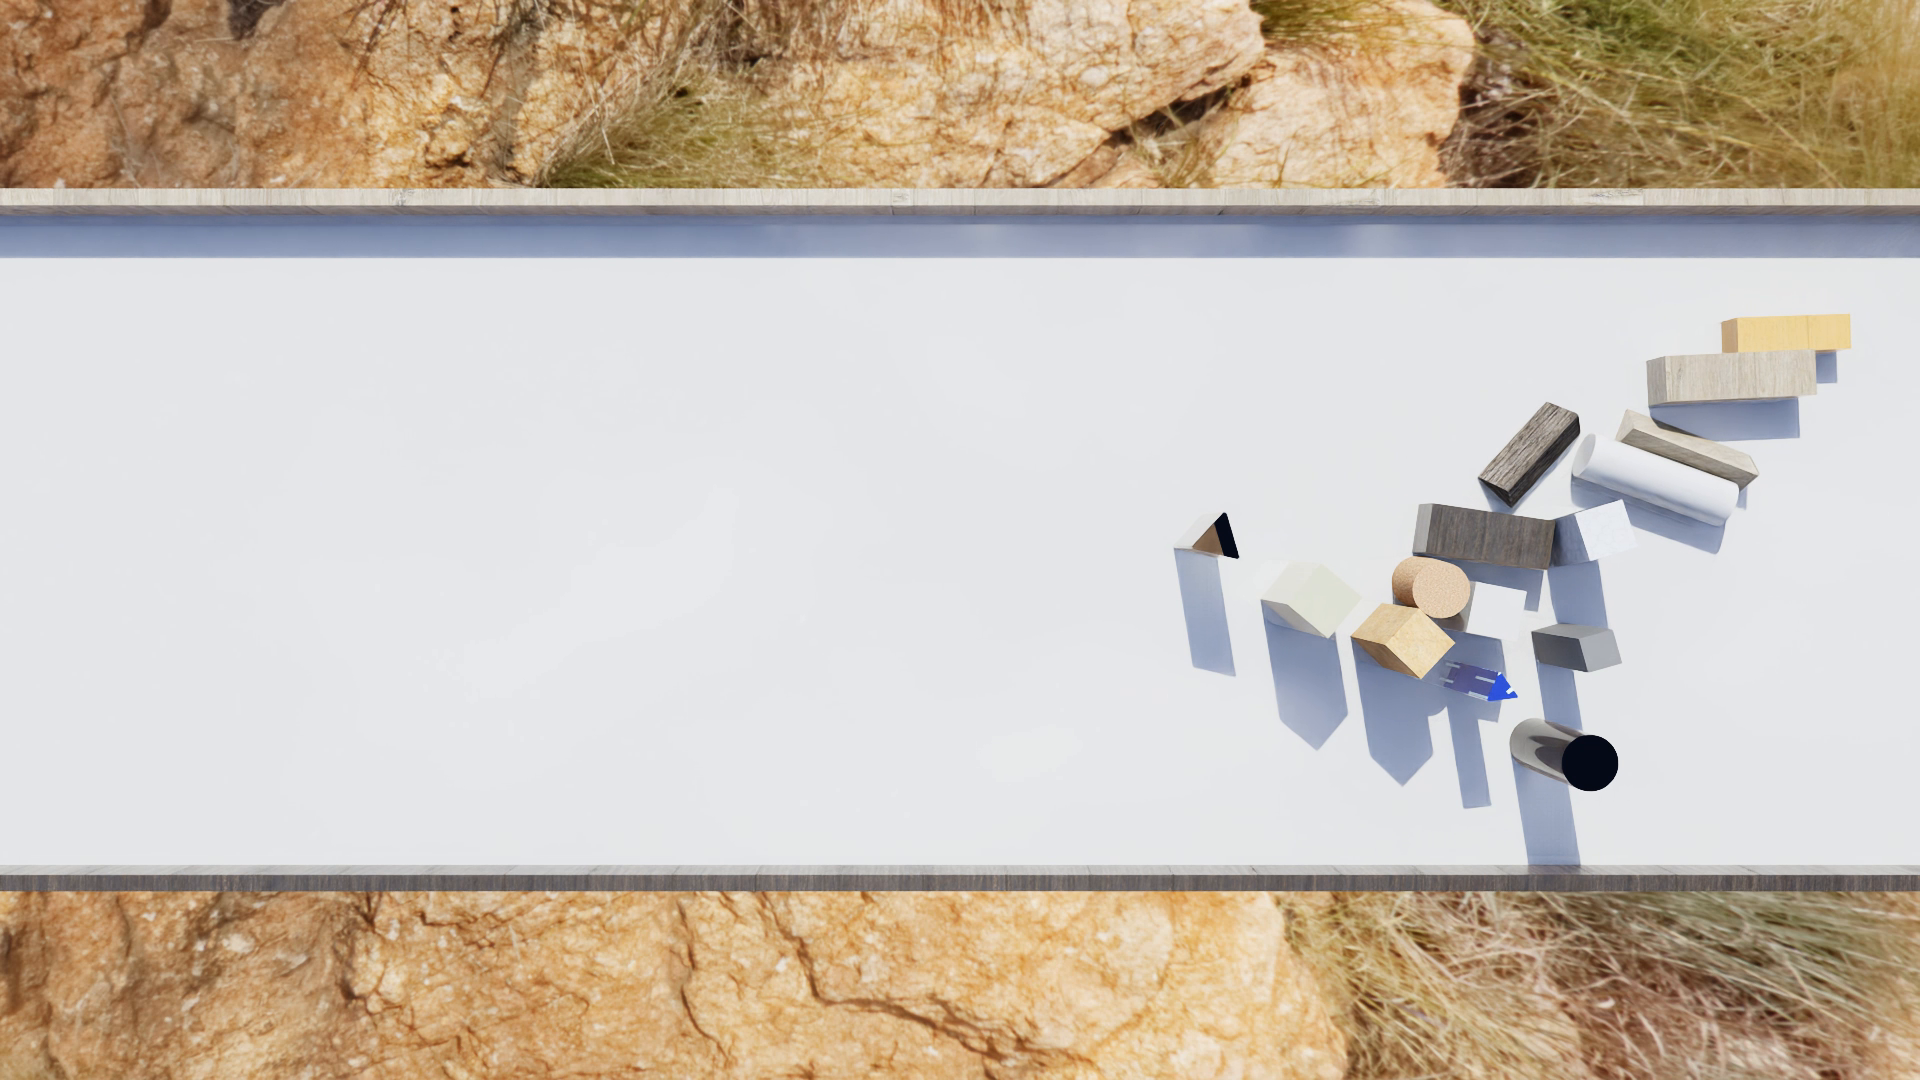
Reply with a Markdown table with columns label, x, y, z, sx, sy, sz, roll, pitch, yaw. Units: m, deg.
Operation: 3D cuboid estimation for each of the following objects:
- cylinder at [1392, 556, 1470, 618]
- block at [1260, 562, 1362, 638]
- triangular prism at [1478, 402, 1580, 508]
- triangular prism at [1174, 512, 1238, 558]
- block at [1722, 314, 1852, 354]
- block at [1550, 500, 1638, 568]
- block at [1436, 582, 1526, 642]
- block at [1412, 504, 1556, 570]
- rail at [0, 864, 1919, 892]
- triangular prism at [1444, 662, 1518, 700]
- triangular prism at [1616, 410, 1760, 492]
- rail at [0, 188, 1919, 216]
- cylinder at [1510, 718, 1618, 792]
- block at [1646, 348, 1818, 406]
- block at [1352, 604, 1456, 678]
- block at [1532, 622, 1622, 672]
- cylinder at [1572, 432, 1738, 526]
| label | x | y | z | sx | sy | sz | roll | pitch | yaw |
| --- | --- | --- | --- | --- | --- | --- | --- | --- | --- |
| cylinder | 1.392 | 0.136 | 4.890 | 0.161 | 0.358 | 0.161 | 0 | 92 | 5 |
| block | 1.030 | 0.172 | 4.866 | 0.151 | 0.421 | 0.151 | 40 | 90 | 0 |
| triangular prism | 1.749 | -0.263 | 5.013 | 0.140 | 0.121 | 0.314 | 43 | 90 | 0 |
| triangular prism | 0.736 | -0.021 | 4.870 | 0.137 | 0.413 | 0.118 | 13 | 90 | 0 |
| block | 2.514 | -0.624 | 5.023 | 0.341 | 0.106 | 0.106 | -2 | 90 | 0 |
| block | 1.870 | -0.016 | 4.917 | 0.143 | 0.309 | 0.143 | -17 | 85 | 0 |
| block | 1.554 | 0.208 | 4.926 | 0.149 | 0.301 | 0.149 | 11 | 90 | 0 |
| block | 1.585 | -0.010 | 5.002 | 0.371 | 0.149 | 0.149 | 8 | 90 | 0 |
| rail | -2.247 | 1.025 | 5.001 | 12.000 | 0.150 | 0.050 | 0 | 90 | 0 |
| triangular prism | 1.528 | 0.411 | 4.867 | 0.087 | 0.420 | 0.075 | -6 | 90 | 0 |
| triangular prism | 2.216 | -0.269 | 5.016 | 0.404 | 0.114 | 0.132 | 21 | 90 | 0 |
| rail | -2.247 | -1.025 | 5.002 | 12.000 | 0.150 | 0.050 | 0 | 90 | 0 |
| cylinder | 1.771 | 0.627 | 4.855 | 0.161 | 0.443 | 0.161 | 0 | 90 | 0 |
| block | 2.340 | -0.493 | 5.008 | 0.449 | 0.137 | 0.137 | -3 | 90 | 0 |
| block | 1.300 | 0.293 | 4.869 | 0.140 | 0.416 | 0.140 | 44 | 90 | 0 |
| block | 1.818 | 0.315 | 4.878 | 0.100 | 0.396 | 0.100 | -16 | 90 | 0 |
| cylinder | 2.108 | -0.184 | 5.006 | 0.455 | 0.142 | 0.142 | 20 | 90 | 0 |
